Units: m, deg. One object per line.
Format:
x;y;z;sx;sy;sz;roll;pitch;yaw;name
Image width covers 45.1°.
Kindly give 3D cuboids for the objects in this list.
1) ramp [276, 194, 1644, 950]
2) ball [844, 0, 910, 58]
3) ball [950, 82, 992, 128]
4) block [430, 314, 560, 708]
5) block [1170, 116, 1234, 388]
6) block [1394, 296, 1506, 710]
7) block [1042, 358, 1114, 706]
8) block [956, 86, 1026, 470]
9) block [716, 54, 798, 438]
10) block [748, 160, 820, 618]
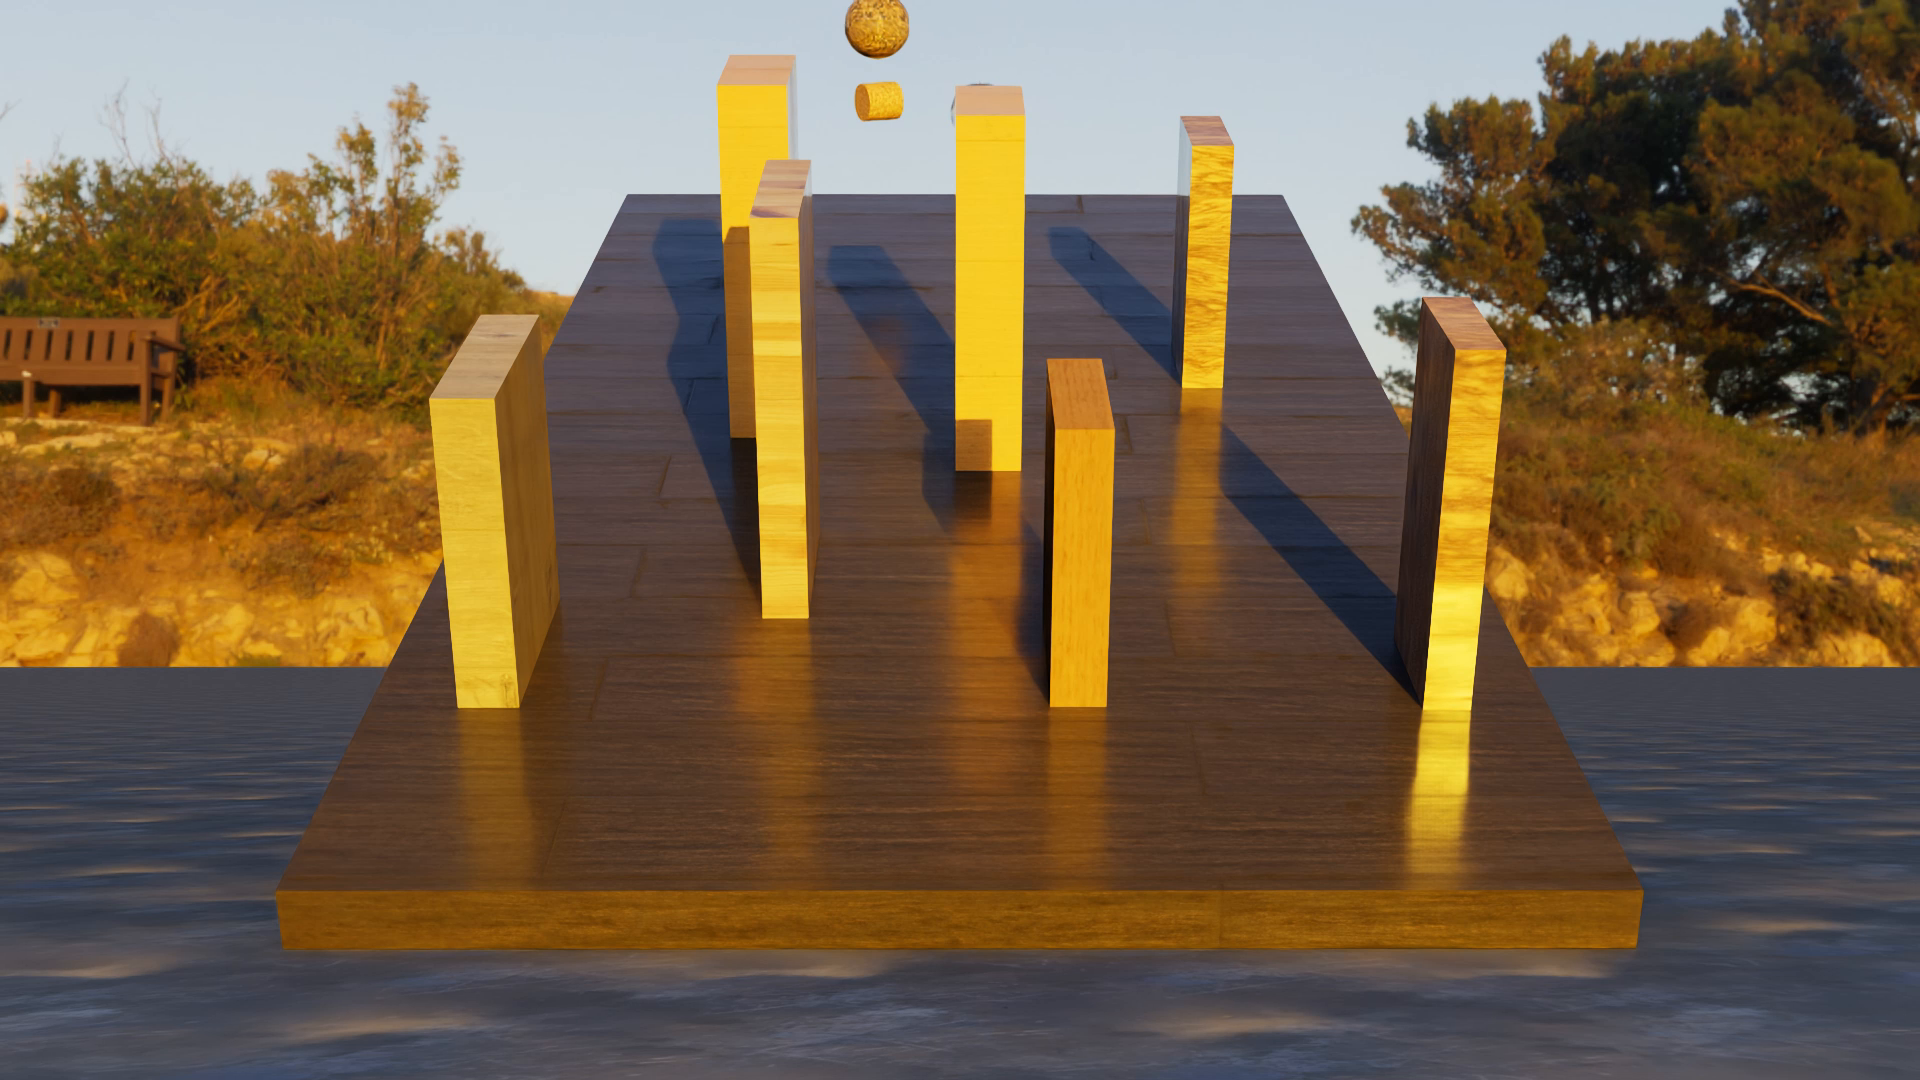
-0.007;-0.226;5.238;2.000;0.100;4.000;0;23;0;ramp
-0.233;-1.445;6.490;0.186;0.186;0.186;0;-3;0;ball
0.058;-1.227;6.641;0.172;0.172;0.172;0;-3;0;ball
-0.798;-0.058;4.007;0.104;0.554;0.443;0;23;0;block
0.568;-0.681;5.449;0.095;0.575;0.303;0;23;0;block
0.824;-0.063;3.917;0.081;0.640;0.284;0;23;0;block
0.200;-0.018;3.985;0.096;0.500;0.357;0;23;0;block
0.060;-0.553;4.905;0.139;0.764;0.276;0;23;0;block
-0.434;-0.648;5.103;0.145;0.781;0.319;0;23;0;block
-0.320;-0.285;4.286;0.084;0.754;0.415;0;23;0;block
